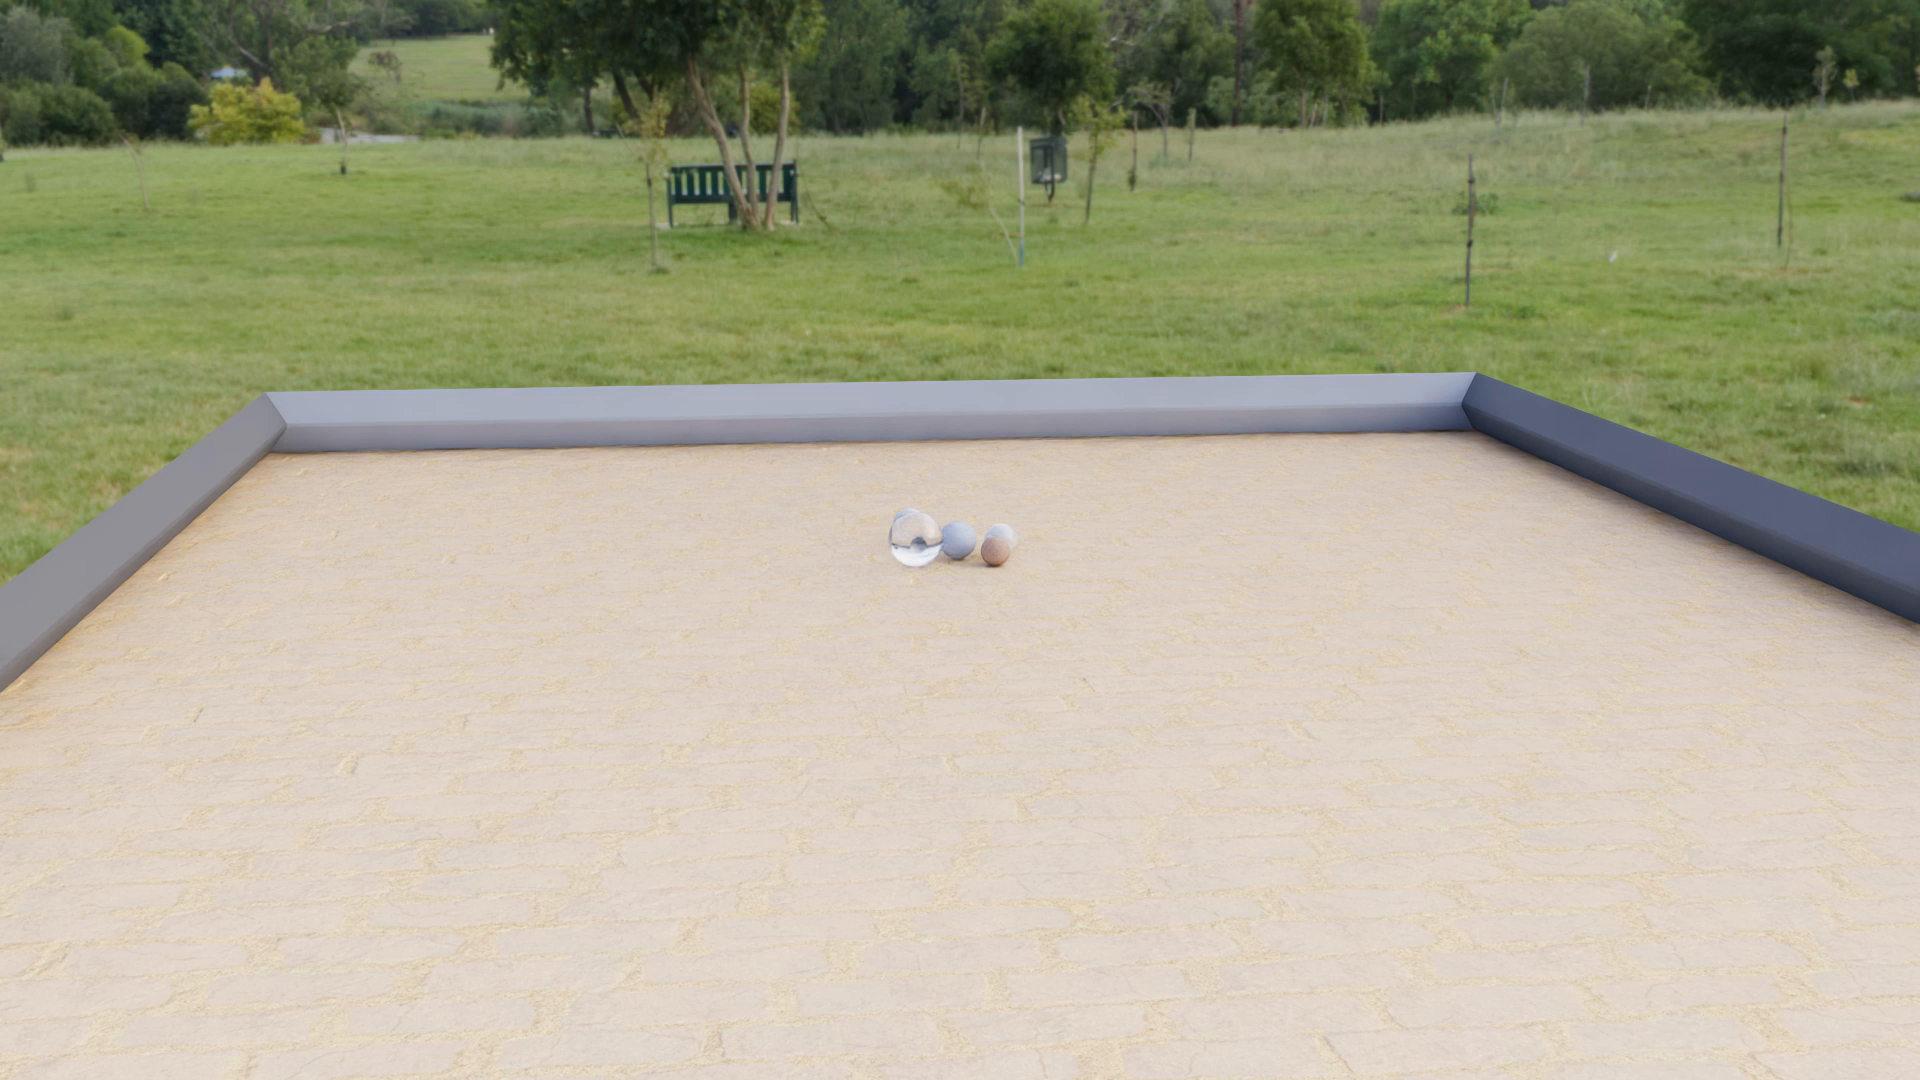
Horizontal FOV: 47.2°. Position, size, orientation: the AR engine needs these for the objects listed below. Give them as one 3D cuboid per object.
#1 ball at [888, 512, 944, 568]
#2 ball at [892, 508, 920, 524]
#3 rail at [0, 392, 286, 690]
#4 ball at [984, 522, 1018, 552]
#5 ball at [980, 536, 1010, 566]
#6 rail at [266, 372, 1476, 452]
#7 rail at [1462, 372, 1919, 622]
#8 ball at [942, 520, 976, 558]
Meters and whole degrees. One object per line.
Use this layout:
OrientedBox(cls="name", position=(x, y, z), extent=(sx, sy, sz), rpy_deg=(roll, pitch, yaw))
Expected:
OrientedBox(cls="ball", position=(-0.064, -0.001, 3.170), extent=(0.080, 0.080, 0.080), rpy_deg=(0, 12, 0))
OrientedBox(cls="ball", position=(-0.077, -0.022, 3.336), extent=(0.053, 0.053, 0.053), rpy_deg=(0, 12, 0))
OrientedBox(cls="rail", position=(-1.016, 0.223, 2.008), extent=(0.045, 0.114, 4.411), rpy_deg=(-1, 12, -7))
OrientedBox(cls="ball", position=(0.061, -0.001, 3.246), extent=(0.049, 0.049, 0.049), rpy_deg=(0, 12, 0))
OrientedBox(cls="ball", position=(0.051, 0.016, 3.181), extent=(0.043, 0.043, 0.043), rpy_deg=(0, 12, 0))
OrientedBox(cls="rail", position=(-0.132, -0.247, 4.267), extent=(2.366, 0.114, 0.045), rpy_deg=(-1, 12, -7))
OrientedBox(cls="rail", position=(1.286, 0.165, 2.286), extent=(0.045, 0.114, 4.411), rpy_deg=(-1, 12, -7))
OrientedBox(cls="ball", position=(-0.003, 0.000, 3.227), extent=(0.056, 0.056, 0.056), rpy_deg=(0, 12, 0))
